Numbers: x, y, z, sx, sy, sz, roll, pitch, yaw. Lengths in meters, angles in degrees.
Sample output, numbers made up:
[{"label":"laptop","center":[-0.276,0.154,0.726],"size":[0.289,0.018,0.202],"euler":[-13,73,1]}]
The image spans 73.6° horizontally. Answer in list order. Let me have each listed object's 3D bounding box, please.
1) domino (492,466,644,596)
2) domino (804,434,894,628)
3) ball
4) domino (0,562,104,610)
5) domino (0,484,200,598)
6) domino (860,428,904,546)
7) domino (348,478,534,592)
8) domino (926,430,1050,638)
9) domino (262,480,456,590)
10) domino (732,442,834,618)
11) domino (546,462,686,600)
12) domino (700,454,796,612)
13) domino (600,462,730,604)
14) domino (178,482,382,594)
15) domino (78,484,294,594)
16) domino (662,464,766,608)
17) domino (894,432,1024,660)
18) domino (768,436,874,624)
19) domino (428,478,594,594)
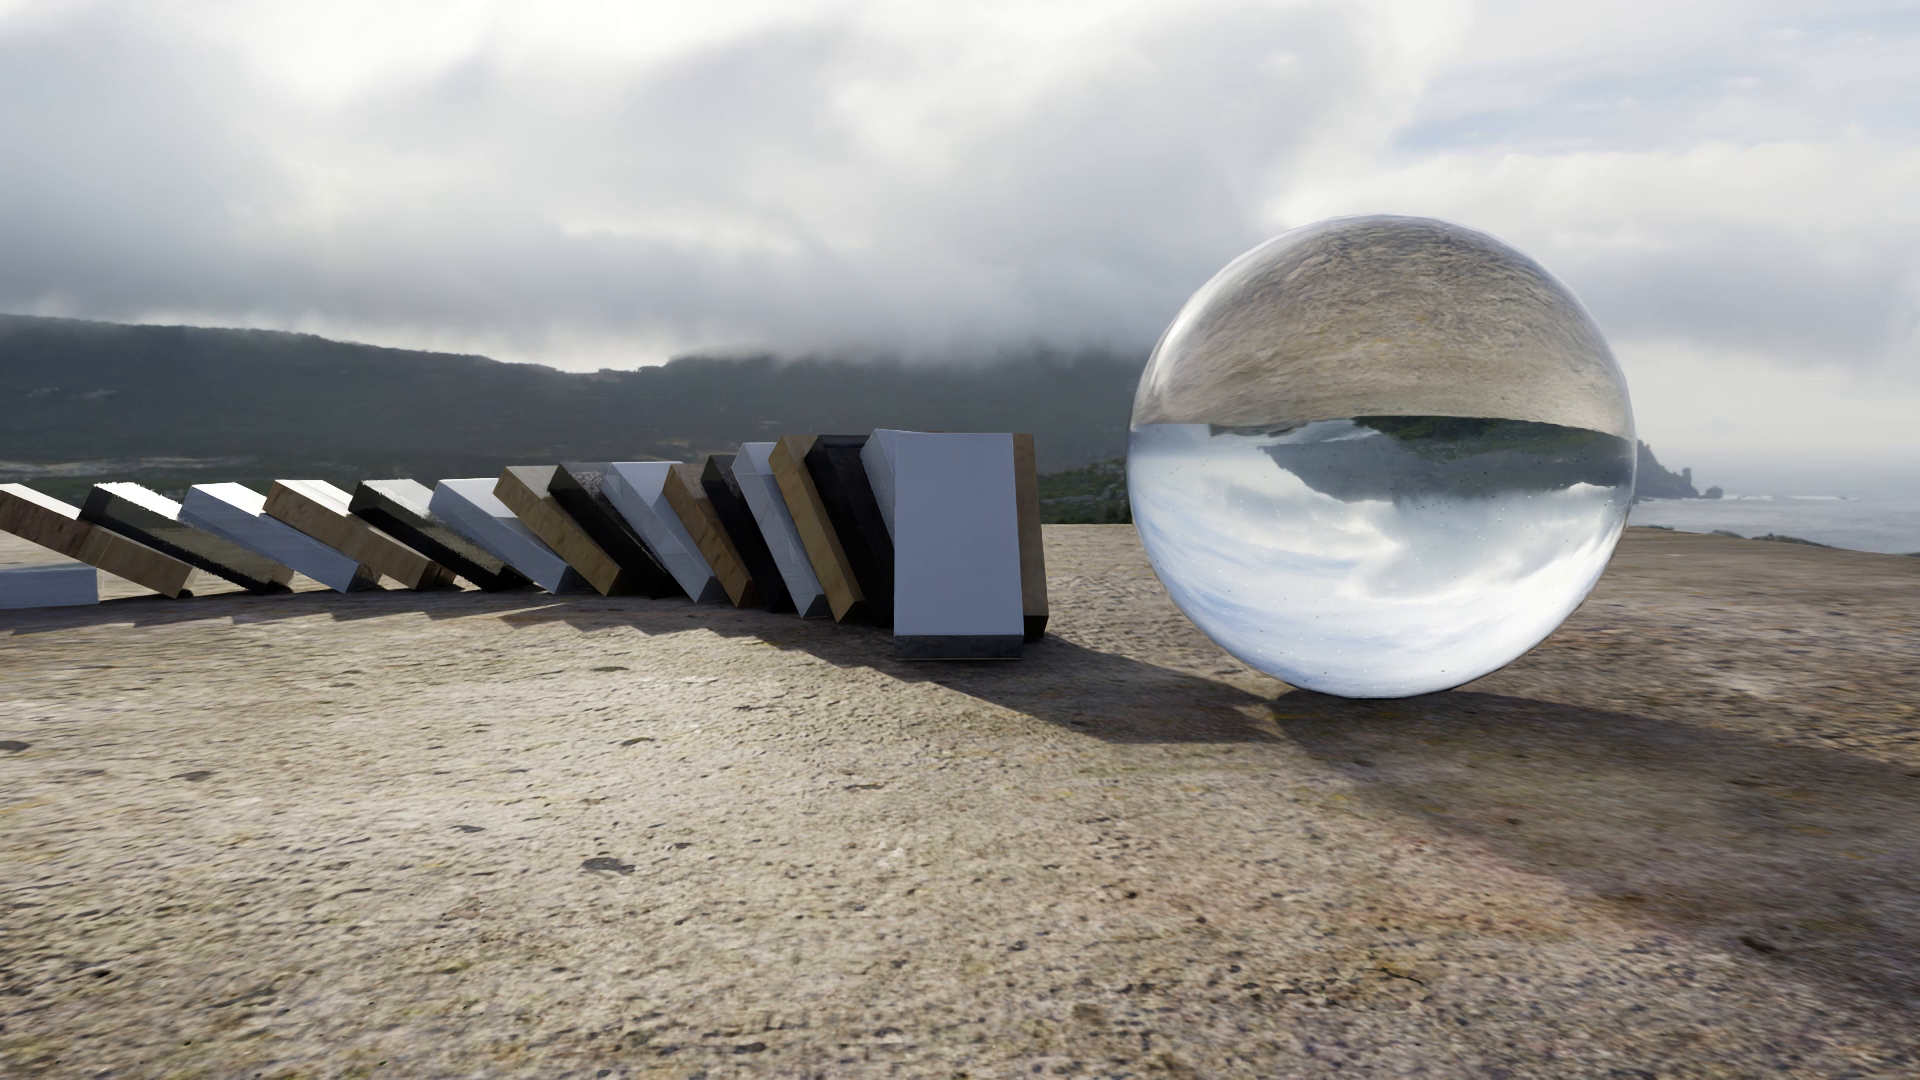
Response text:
[{"label":"domino","center":[-0.110,-0.004,0.375],"size":[0.050,0.010,0.025],"euler":[38,19,18]},{"label":"domino","center":[-0.017,-0.003,0.312],"size":[0.025,0.050,0.010],"euler":[-3,-34,-38]},{"label":"ball","center":[0.068,-0.014,0.214],"size":[0.080,0.080,0.080],"euler":[0,4,0]},{"label":"domino","center":[-0.257,0.012,0.339],"size":[0.050,0.009,0.025],"euler":[-2,5,-30]},{"label":"domino","center":[-0.238,0.000,0.353],"size":[0.050,0.009,0.025],"euler":[28,-8,-23]},{"label":"domino","center":[-0.004,-0.004,0.307],"size":[0.025,0.050,0.010],"euler":[2,-37,-36]},{"label":"domino","center":[-0.152,-0.002,0.381],"size":[0.050,0.010,0.025],"euler":[29,9,7]},{"label":"domino","center":[0.005,-0.002,0.290],"size":[0.025,0.050,0.010],"euler":[1,-35,-6]},{"label":"domino","center":[-0.175,-0.002,0.379],"size":[0.050,0.009,0.025],"euler":[27,3,1]},{"label":"domino","center":[-0.037,-0.004,0.329],"size":[0.025,0.050,0.010],"euler":[-3,-38,-39]},{"label":"domino","center":[-0.093,-0.004,0.368],"size":[0.050,0.009,0.025],"euler":[42,23,22]},{"label":"domino","center":[-0.047,-0.003,0.341],"size":[0.025,0.009,0.050],"euler":[-3,45,-38]},{"label":"domino","center":[-0.077,-0.003,0.361],"size":[0.050,0.009,0.025],"euler":[44,28,27]},{"label":"domino","center":[-0.196,-0.001,0.374],"size":[0.050,0.009,0.025],"euler":[26,2,-6]},{"label":"domino","center":[-0.218,-0.001,0.366],"size":[0.050,0.009,0.025],"euler":[27,-3,-13]},{"label":"domino","center":[-0.059,-0.002,0.352],"size":[0.025,0.009,0.050],"euler":[-4,41,-40]},{"label":"domino","center":[-0.001,0.000,0.264],"size":[0.025,0.050,0.010],"euler":[0,-35,-2]},{"label":"domino","center":[-0.027,-0.004,0.320],"size":[0.025,0.050,0.010],"euler":[-3,-34,-38]},{"label":"domino","center":[-0.129,-0.002,0.380],"size":[0.050,0.010,0.025],"euler":[31,14,16]}]
